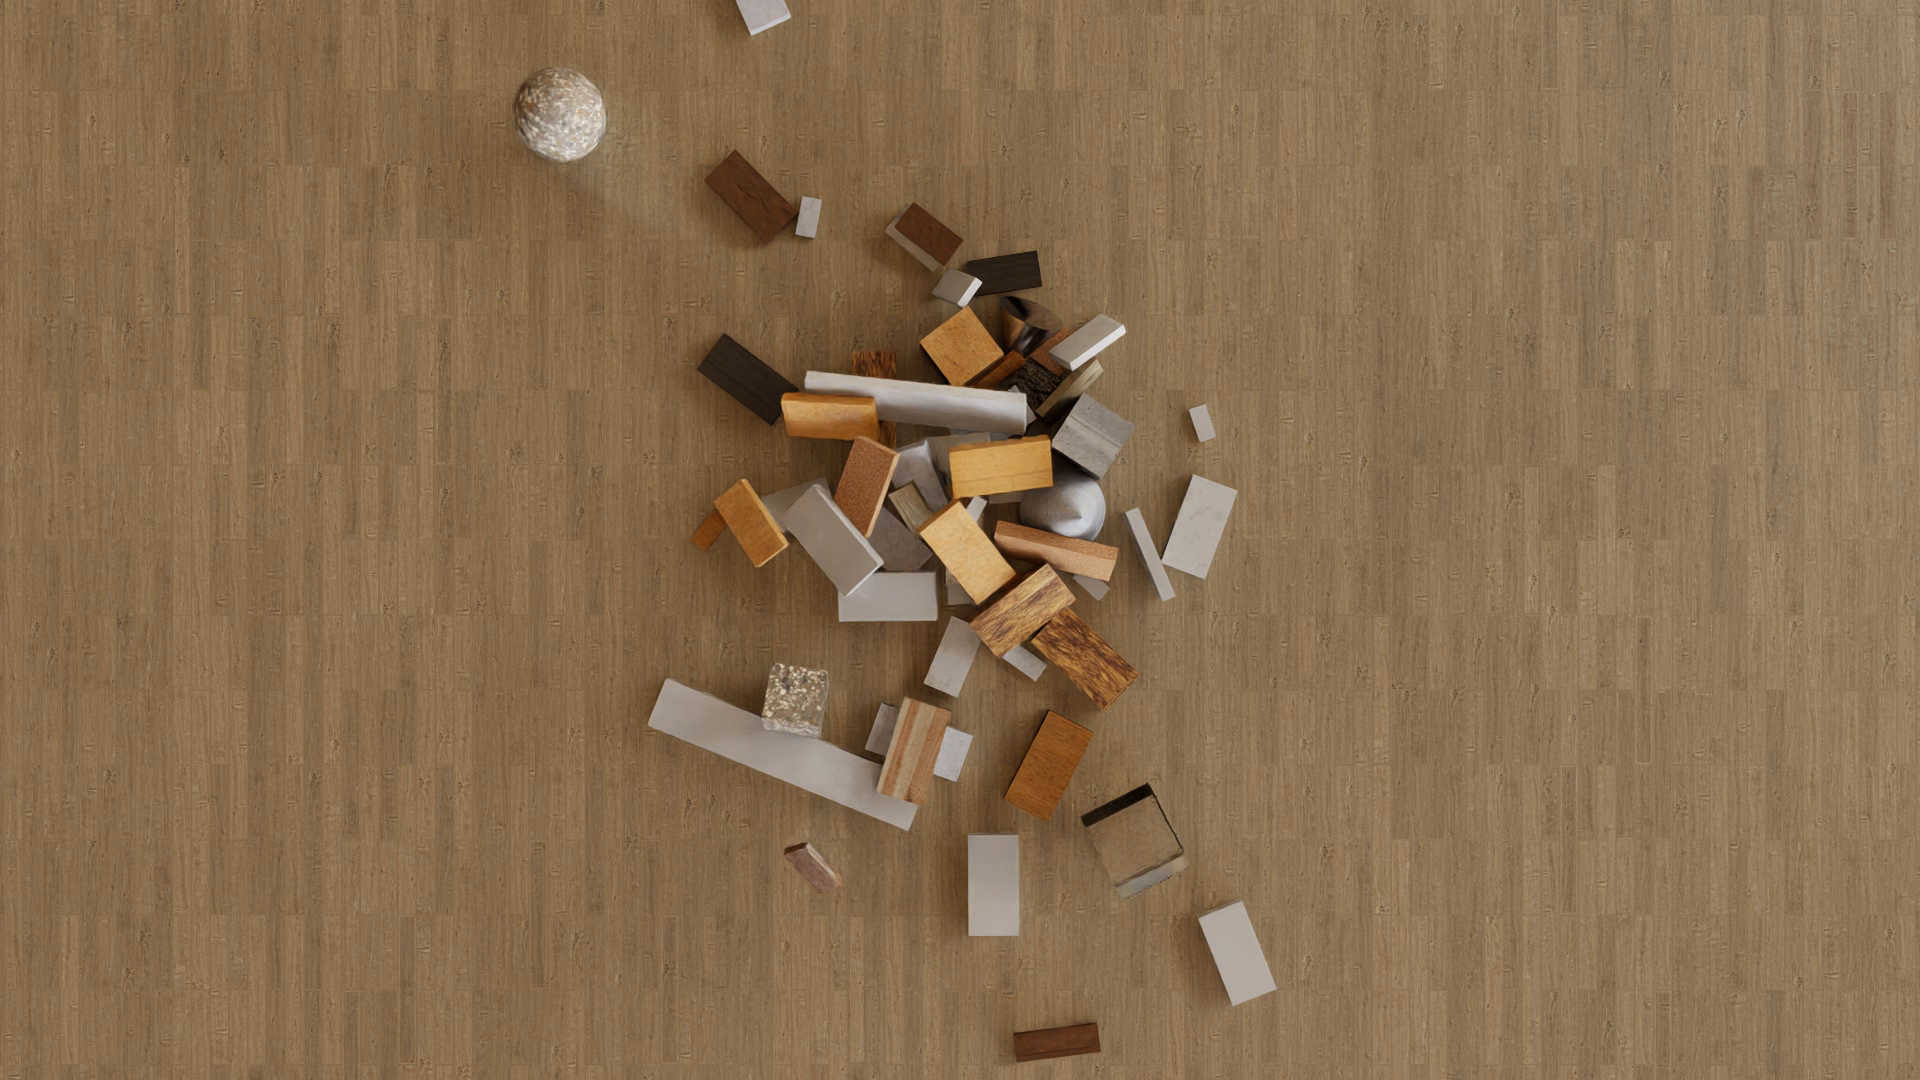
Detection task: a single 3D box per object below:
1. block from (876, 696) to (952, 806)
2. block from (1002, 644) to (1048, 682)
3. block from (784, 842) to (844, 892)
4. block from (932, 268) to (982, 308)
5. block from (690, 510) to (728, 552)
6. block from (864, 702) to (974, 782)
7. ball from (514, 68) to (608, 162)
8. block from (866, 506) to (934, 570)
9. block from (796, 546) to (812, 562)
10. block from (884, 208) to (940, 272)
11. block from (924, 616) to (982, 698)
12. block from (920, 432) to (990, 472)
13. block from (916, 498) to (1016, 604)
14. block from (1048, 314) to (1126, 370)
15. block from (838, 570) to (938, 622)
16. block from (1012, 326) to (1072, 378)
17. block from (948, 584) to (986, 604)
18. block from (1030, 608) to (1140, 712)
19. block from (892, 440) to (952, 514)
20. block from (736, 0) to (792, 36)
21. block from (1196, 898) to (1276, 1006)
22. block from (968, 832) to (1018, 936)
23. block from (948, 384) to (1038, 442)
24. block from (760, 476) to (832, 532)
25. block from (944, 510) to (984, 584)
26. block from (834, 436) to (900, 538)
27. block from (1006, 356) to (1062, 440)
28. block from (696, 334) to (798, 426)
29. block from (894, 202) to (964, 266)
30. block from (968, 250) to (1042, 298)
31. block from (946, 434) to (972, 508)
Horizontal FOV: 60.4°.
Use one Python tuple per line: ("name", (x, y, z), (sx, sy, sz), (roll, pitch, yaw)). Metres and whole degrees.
("block", (-0.152, 0.694, 5.431), (0.162, 0.046, 0.323), (17, 90, 0))
("block", (0.216, 0.403, 5.490), (0.135, 0.019, 0.068), (36, 90, 0))
("block", (-0.446, 0.995, 5.011), (0.092, 0.026, 0.184), (-21, 119, 31))
("block", (-0.012, -0.826, 5.403), (0.029, 0.208, 0.104), (35, 90, -31))
("block", (-0.832, -0.031, 5.491), (0.065, 0.018, 0.130), (38, 90, 0))
("block", (-0.136, 0.670, 5.477), (0.323, 0.046, 0.162), (20, 90, 0))
("ball", (-1.297, -1.379, 5.352), (0.297, 0.297, 0.297), (0, 90, 0))
("block", (-0.246, -0.003, 5.468), (0.297, 0.042, 0.148), (42, 91, -4))
("block", (-0.495, 0.020, 5.493), (0.050, 0.014, 0.100), (45, 90, 0))
("block", (-0.138, -0.998, 5.485), (0.208, 0.029, 0.104), (40, 90, 0))
("block", (-0.018, 0.387, 5.483), (0.122, 0.034, 0.243), (23, 90, 0))
("block", (-0.013, -0.285, 5.376), (0.228, 0.032, 0.114), (-4, 97, 13))
("block", (0.022, 0.038, 5.360), (0.163, 0.046, 0.326), (-39, 113, -1))
("block", (0.417, -0.650, 5.414), (0.234, 0.117, 0.033), (-37, 132, -17))
("block", (-0.239, 0.184, 5.444), (0.323, 0.046, 0.162), (-1, 100, 7))
("block", (0.296, -0.592, 5.483), (0.234, 0.033, 0.117), (-43, 90, 0))
("block", (0.014, 0.089, 5.483), (0.122, 0.034, 0.243), (-4, 90, 0))
("block", (0.414, 0.390, 5.476), (0.338, 0.048, 0.169), (43, 90, 0))
("block", (-0.128, -0.170, 5.395), (0.149, 0.042, 0.297), (-15, 114, 18))
("block", (-0.689, -1.845, 5.479), (0.146, 0.041, 0.292), (-24, 90, 0))
("block", (0.918, 1.368, 5.478), (0.156, 0.044, 0.312), (-22, 90, 0))
("block", (0.111, 1.142, 5.476), (0.167, 0.047, 0.333), (0, 90, 0))
("block", (0.108, -0.383, 5.429), (0.264, 0.037, 0.132), (-32, 90, 7))
("block", (-0.553, -0.108, 5.481), (0.262, 0.037, 0.131), (-18, 90, 0))
("block", (0.013, 0.022, 5.410), (0.122, 0.034, 0.243), (-2, 105, -9))
("block", (-0.315, -0.174, 5.362), (0.149, 0.042, 0.297), (26, 108, 16))
("block", (0.210, -0.460, 5.455), (0.132, 0.037, 0.264), (36, 101, 2))
("block", (-0.704, -0.533, 5.478), (0.306, 0.043, 0.153), (37, 90, 0))
("block", (-0.102, -1.012, 5.456), (0.208, 0.029, 0.104), (37, 90, 0))
("block", (0.148, -0.884, 5.483), (0.234, 0.033, 0.117), (-9, 90, 0))
("block", (0.007, -0.241, 5.481), (0.132, 0.037, 0.264), (14, 90, 0))
